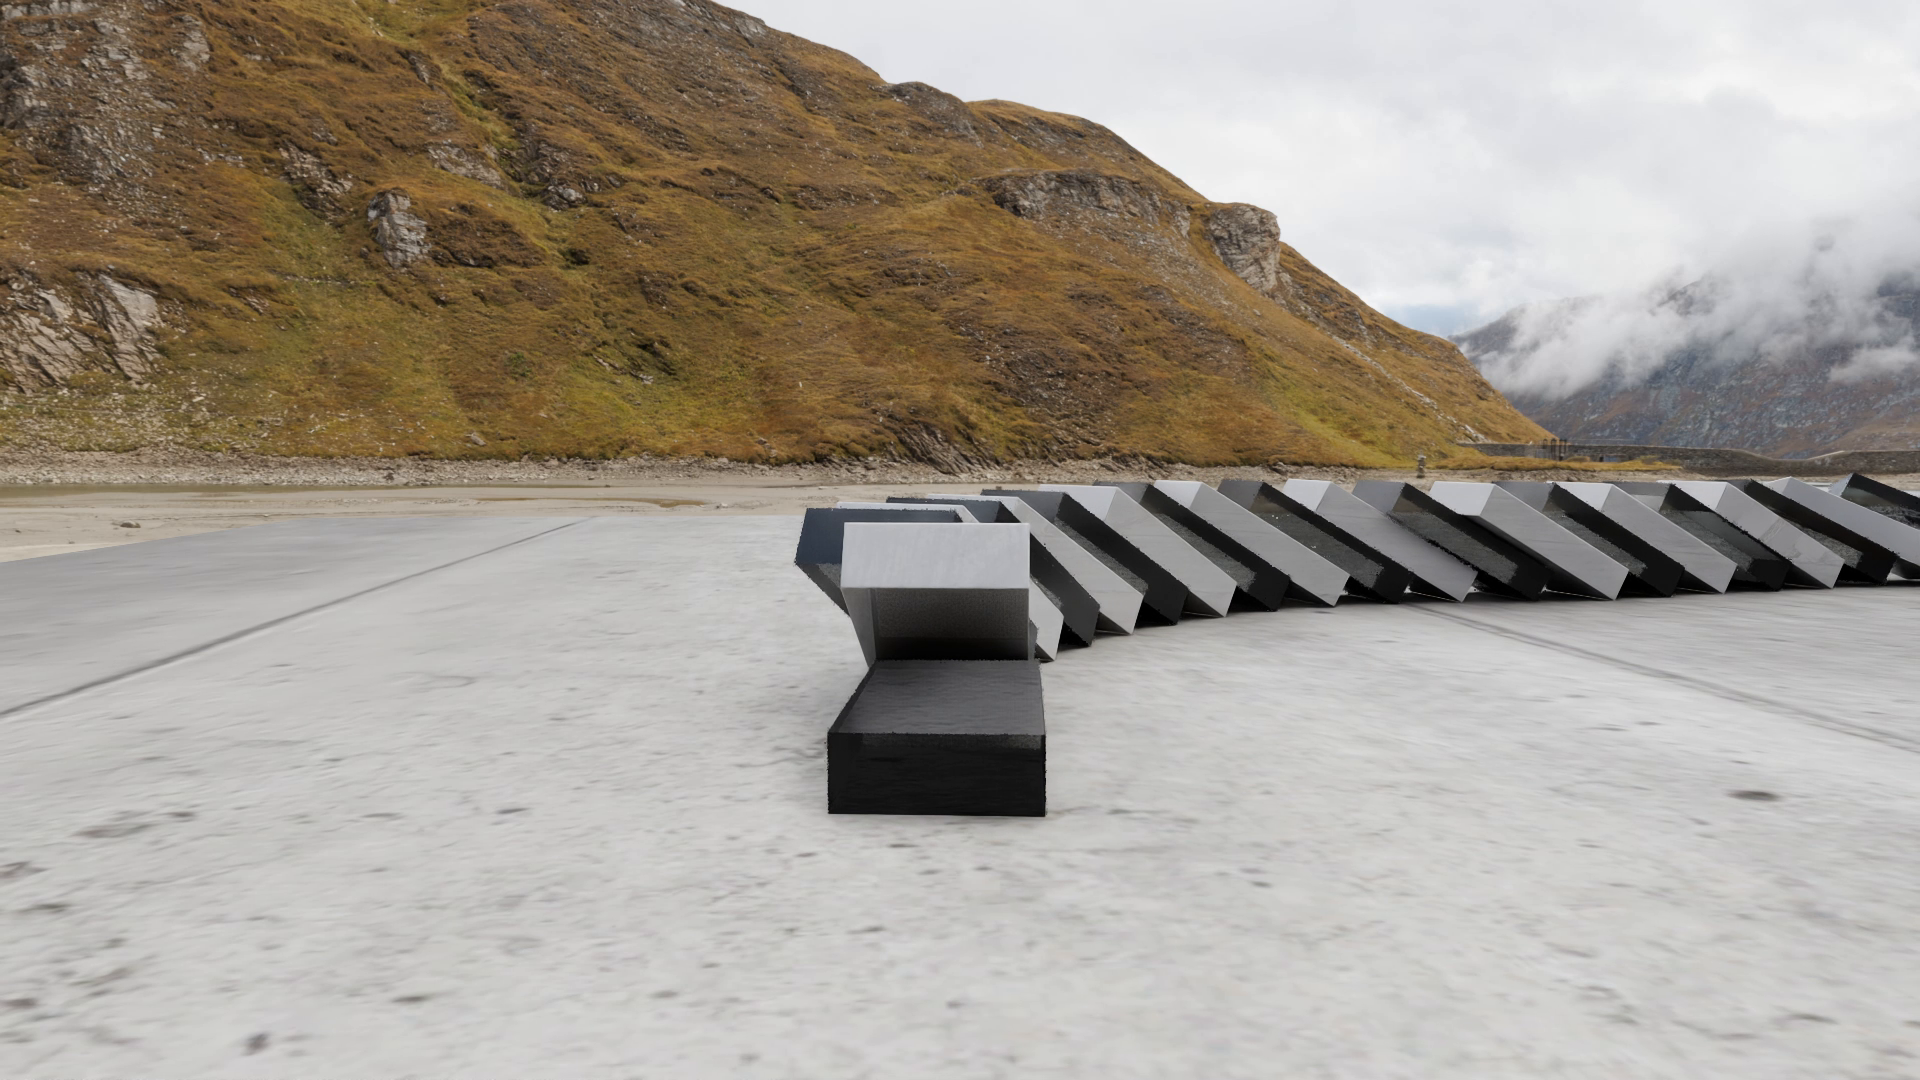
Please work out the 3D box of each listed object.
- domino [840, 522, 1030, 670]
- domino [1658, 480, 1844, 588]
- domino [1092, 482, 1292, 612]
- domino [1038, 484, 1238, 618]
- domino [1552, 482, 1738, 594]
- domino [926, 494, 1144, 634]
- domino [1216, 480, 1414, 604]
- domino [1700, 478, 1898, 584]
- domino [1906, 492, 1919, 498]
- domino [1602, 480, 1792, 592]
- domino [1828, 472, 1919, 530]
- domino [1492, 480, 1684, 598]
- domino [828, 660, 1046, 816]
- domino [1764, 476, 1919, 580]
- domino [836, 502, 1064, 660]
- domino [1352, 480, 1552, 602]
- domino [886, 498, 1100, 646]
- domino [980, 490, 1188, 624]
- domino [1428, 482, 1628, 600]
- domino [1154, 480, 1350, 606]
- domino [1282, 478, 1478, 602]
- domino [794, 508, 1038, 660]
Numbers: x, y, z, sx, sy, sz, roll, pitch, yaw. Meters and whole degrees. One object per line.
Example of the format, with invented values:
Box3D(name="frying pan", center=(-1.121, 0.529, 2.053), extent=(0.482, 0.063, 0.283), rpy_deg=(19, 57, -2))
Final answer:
Box3D(name="domino", center=(-0.002, 0.012, 0.194), extent=(0.025, 0.010, 0.050), rpy_deg=(0, -24, 3))
Box3D(name="domino", center=(0.233, -0.002, 0.381), extent=(0.050, 0.009, 0.025), rpy_deg=(28, -4, -16))
Box3D(name="domino", center=(0.057, 0.001, 0.327), extent=(0.050, 0.009, 0.025), rpy_deg=(31, -10, -24))
Box3D(name="domino", center=(0.042, 0.003, 0.311), extent=(0.050, 0.010, 0.025), rpy_deg=(34, -18, -37))
Box3D(name="domino", center=(0.194, -0.001, 0.369), extent=(0.050, 0.009, 0.025), rpy_deg=(28, -4, -16))
Box3D(name="domino", center=(0.016, 0.006, 0.279), extent=(0.025, 0.010, 0.050), rpy_deg=(4, -22, 43))
Box3D(name="domino", center=(0.094, 0.000, 0.346), extent=(0.050, 0.009, 0.025), rpy_deg=(29, -3, -13))
Box3D(name="domino", center=(0.253, -0.003, 0.391), extent=(0.050, 0.009, 0.025), rpy_deg=(27, 0, -2))
Box3D(name="domino", center=(0.323, -0.001, 0.398), extent=(0.025, 0.009, 0.050), rpy_deg=(25, 4, -23))
Box3D(name="domino", center=(0.213, -0.001, 0.375), extent=(0.050, 0.010, 0.025), rpy_deg=(28, -4, -16))
Box3D(name="domino", center=(0.295, -0.004, 0.393), extent=(0.050, 0.009, 0.025), rpy_deg=(28, 4, 22))
Box3D(name="domino", center=(0.174, 0.000, 0.360), extent=(0.050, 0.009, 0.025), rpy_deg=(28, -4, -16))
Box3D(name="domino", center=(-0.002, 0.025, 0.172), extent=(0.025, 0.009, 0.050), rpy_deg=(0, 4, 3))
Box3D(name="domino", center=(0.274, -0.003, 0.395), extent=(0.050, 0.009, 0.025), rpy_deg=(27, 3, 13))
Box3D(name="domino", center=(-0.002, 0.009, 0.239), extent=(0.025, 0.009, 0.050), rpy_deg=(2, -24, 27))
Box3D(name="domino", center=(0.134, 0.000, 0.353), extent=(0.050, 0.010, 0.025), rpy_deg=(29, -2, -12))
Box3D(name="domino", center=(0.007, 0.007, 0.258), extent=(0.025, 0.009, 0.050), rpy_deg=(3, -23, 31))
Box3D(name="domino", center=(0.028, 0.004, 0.296), extent=(0.025, 0.009, 0.050), rpy_deg=(4, -22, 47))
Box3D(name="domino", center=(0.155, 0.000, 0.354), extent=(0.050, 0.009, 0.025), rpy_deg=(28, -4, -16))
Box3D(name="domino", center=(0.075, 0.001, 0.338), extent=(0.050, 0.010, 0.025), rpy_deg=(30, -6, -18))
Box3D(name="domino", center=(0.113, 0.000, 0.352), extent=(0.050, 0.010, 0.025), rpy_deg=(29, -2, -12))
Box3D(name="domino", center=(-0.006, 0.010, 0.218), extent=(0.025, 0.009, 0.050), rpy_deg=(2, -24, 20))
